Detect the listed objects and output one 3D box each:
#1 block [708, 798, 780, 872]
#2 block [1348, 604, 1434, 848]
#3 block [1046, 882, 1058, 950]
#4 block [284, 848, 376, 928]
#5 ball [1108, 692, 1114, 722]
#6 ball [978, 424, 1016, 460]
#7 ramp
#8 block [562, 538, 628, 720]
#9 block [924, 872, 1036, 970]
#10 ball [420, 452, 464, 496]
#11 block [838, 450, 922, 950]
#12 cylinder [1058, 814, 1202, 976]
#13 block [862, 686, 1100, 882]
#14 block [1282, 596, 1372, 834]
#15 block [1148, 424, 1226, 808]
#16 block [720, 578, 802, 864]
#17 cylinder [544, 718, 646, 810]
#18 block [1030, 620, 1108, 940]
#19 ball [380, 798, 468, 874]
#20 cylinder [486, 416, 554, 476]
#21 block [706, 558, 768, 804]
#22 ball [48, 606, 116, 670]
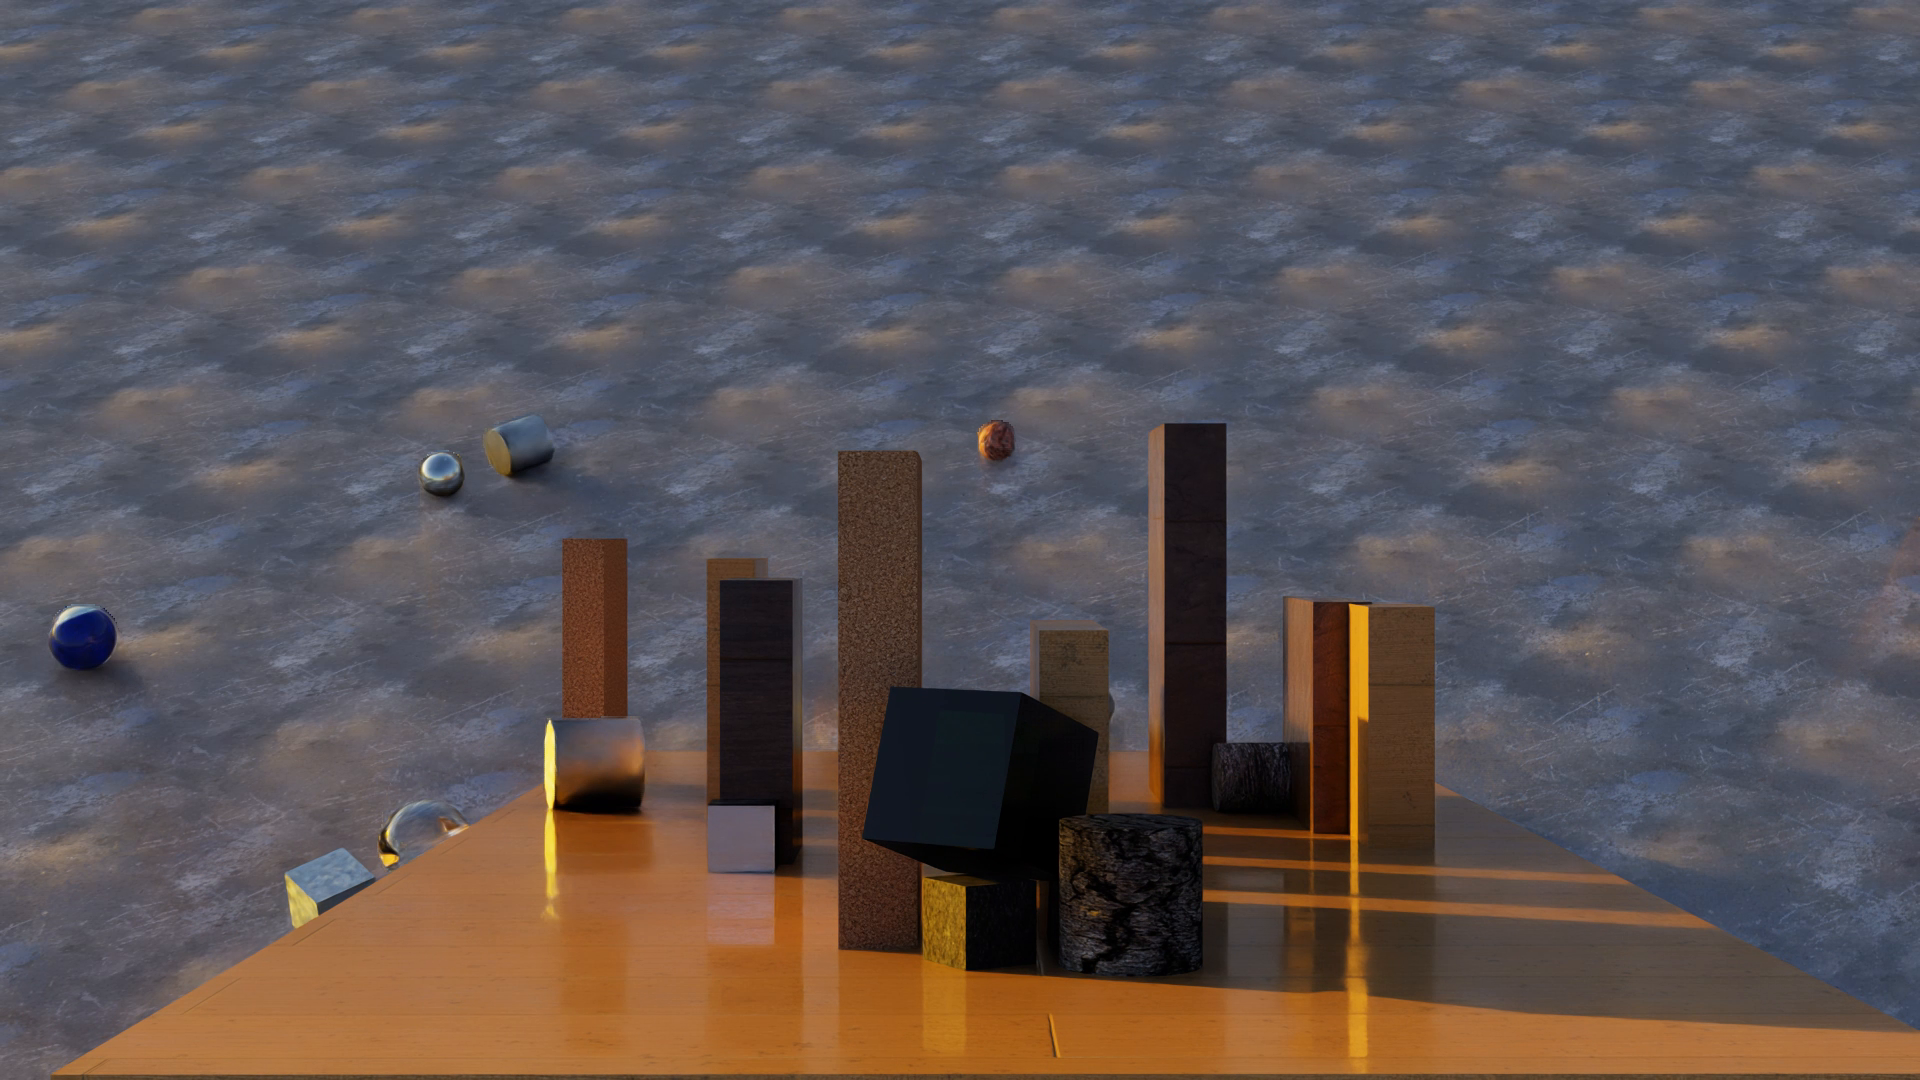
[{"bbox_3d":[-0.359,0.491,4.295,0.110,0.110,0.110,0,0,0],"label":"block"},{"bbox_3d":[0.780,0.331,4.705,0.117,0.426,0.271,0,0,0],"label":"block"},{"bbox_3d":[0.179,0.486,3.478,0.115,0.115,0.115,3,0,0],"label":"block"},{"bbox_3d":[-1.483,0.855,6.125,0.154,0.154,0.154,-23,37,-35],"label":"block"},{"bbox_3d":[0.354,0.443,6.885,0.115,0.115,0.115,0,30,0],"label":"ball"},{"bbox_3d":[0.117,-0.311,8.198,0.119,0.119,0.119,0,30,0],"label":"ball"},{"bbox_3d":[0.067,0.595,4.651,2.000,0.100,4.000,0,0,0],"label":"ramp"},{"bbox_3d":[-0.792,0.271,5.630,0.087,0.547,0.386,0,0,0],"label":"block"},{"bbox_3d":[0.025,0.493,3.354,0.107,0.107,0.107,0,0,-31],"label":"block"},{"bbox_3d":[-1.600,-0.202,7.989,0.137,0.137,0.137,0,30,0],"label":"ball"},{"bbox_3d":[-0.110,0.213,3.675,0.106,0.665,0.447,0,0,0],"label":"block"},{"bbox_3d":[0.220,0.454,3.328,0.185,0.185,0.185,0,0,0],"label":"cylinder"},{"bbox_3d":[0.029,0.321,3.396,0.204,0.204,0.204,0,-18,34],"label":"block"},{"bbox_3d":[0.710,0.330,5.024,0.110,0.430,0.446,0,0,0],"label":"block"},{"bbox_3d":[0.478,0.153,5.470,0.126,0.781,0.431,0,0,0],"label":"block"},{"bbox_3d":[-0.343,0.306,4.489,0.122,0.478,0.277,0,0,0],"label":"block"},{"bbox_3d":[-0.742,0.454,5.253,0.179,0.179,0.179,0,29,-16],"label":"cylinder"},{"bbox_3d":[0.156,0.335,3.756,0.095,0.423,0.441,0,0,0],"label":"block"},{"bbox_3d":[-1.178,0.673,5.707,0.203,0.203,0.203,0,30,0],"label":"ball"},{"bbox_3d":[-1.385,-0.297,8.135,0.155,0.155,0.155,-22,36,-34],"label":"cylinder"},{"bbox_3d":[-0.426,0.290,4.975,0.090,0.510,0.316,0,0,0],"label":"block"},{"bbox_3d":[-2.415,0.271,7.121,0.179,0.179,0.179,0,30,0],"label":"ball"}]
